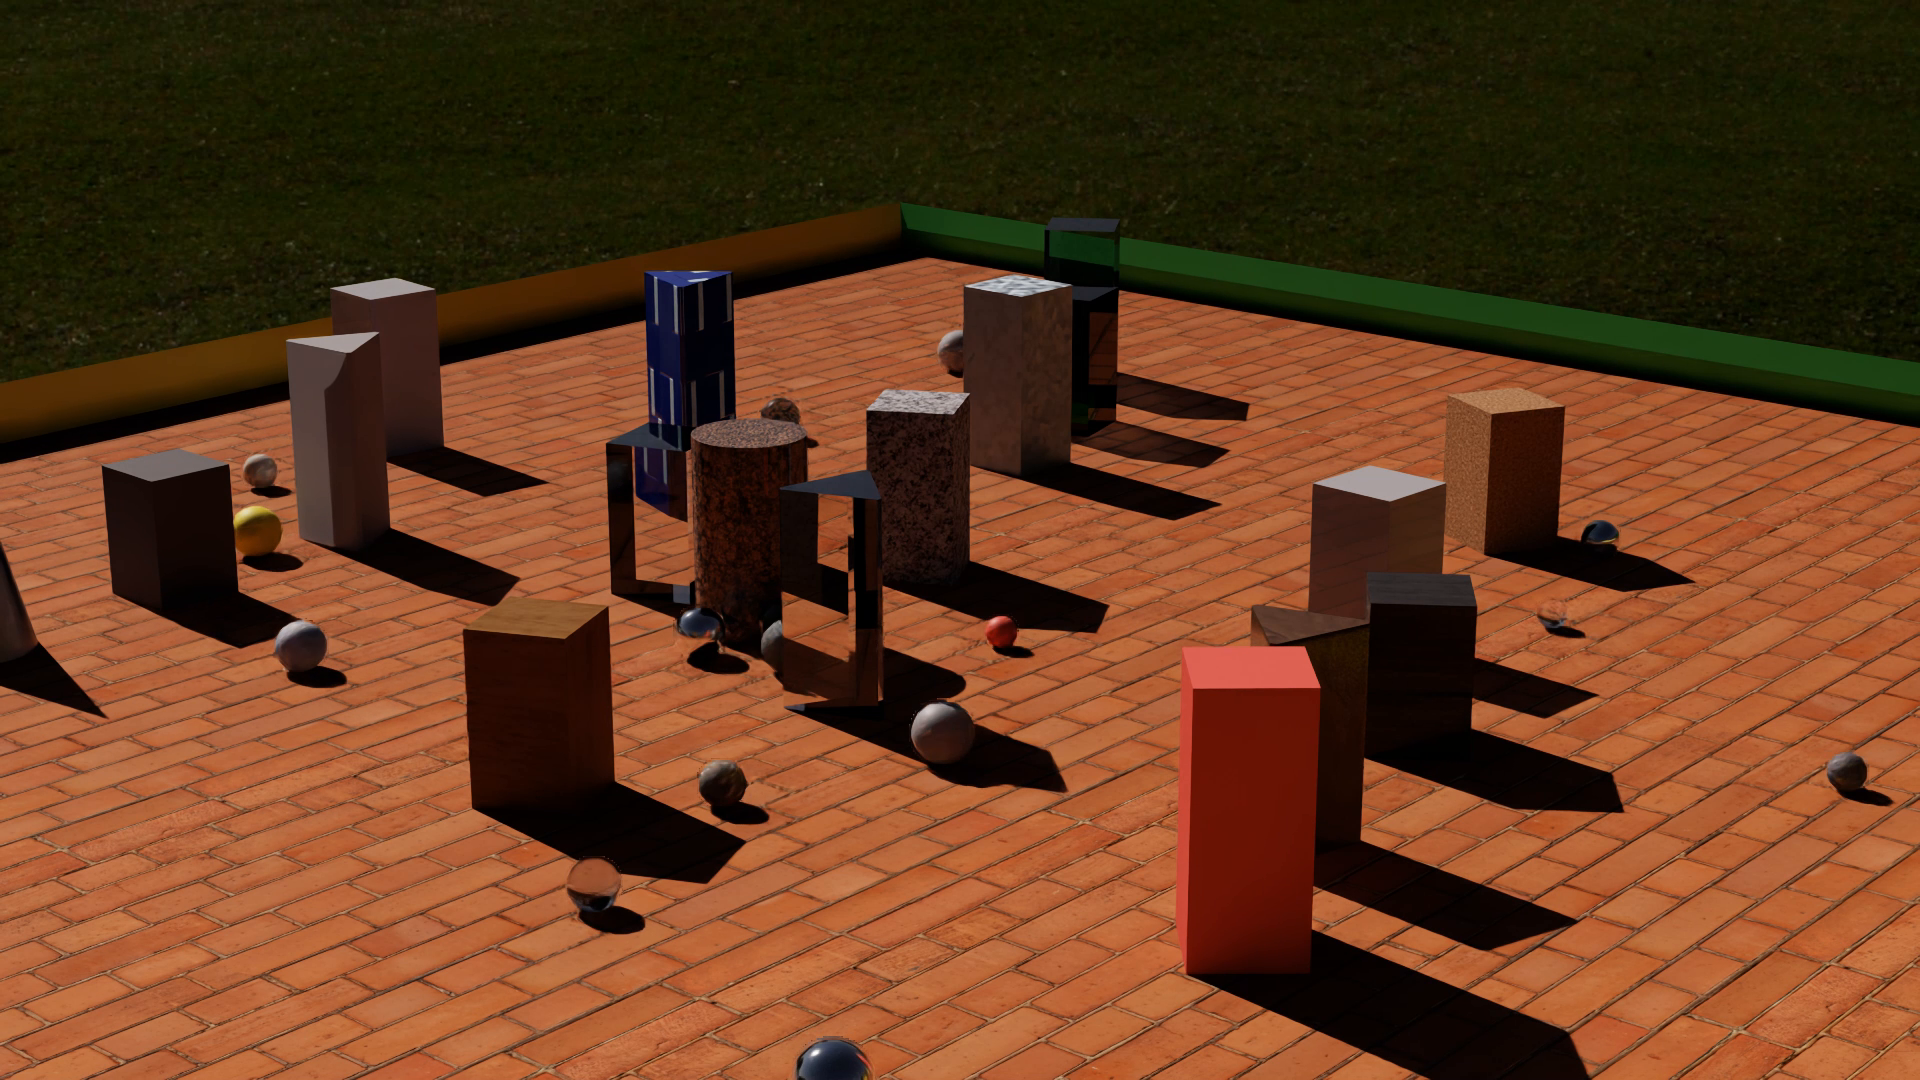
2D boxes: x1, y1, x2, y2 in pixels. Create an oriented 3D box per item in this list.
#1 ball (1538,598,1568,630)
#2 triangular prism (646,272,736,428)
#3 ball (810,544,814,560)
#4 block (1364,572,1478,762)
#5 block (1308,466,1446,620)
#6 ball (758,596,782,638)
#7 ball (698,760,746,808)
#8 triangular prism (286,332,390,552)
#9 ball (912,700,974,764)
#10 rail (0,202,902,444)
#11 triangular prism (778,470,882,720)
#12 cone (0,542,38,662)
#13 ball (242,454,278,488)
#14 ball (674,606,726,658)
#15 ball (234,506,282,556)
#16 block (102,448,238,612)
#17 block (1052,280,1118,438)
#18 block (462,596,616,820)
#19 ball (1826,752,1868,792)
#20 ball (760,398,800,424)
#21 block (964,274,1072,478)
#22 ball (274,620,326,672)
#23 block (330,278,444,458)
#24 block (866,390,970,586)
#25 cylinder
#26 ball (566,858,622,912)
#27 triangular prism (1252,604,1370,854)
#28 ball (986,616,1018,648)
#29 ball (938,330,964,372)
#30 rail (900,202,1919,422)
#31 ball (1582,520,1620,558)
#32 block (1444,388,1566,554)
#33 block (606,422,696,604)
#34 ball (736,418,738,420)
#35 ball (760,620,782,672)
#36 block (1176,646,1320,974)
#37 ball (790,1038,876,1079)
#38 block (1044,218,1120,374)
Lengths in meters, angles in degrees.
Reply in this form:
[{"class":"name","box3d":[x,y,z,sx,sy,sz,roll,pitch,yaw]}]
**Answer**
[{"class":"ball","box3d":[0.999,0.125,4.944,0.051,0.051,0.051,0,17,0]},{"class":"triangular prism","box3d":[-0.545,-0.300,5.690,0.145,0.434,0.167,10,19,29]},{"class":"ball","box3d":[-0.291,0.022,5.282,0.053,0.053,0.053,0,17,0]},{"class":"block","box3d":[0.687,0.189,4.401,0.155,0.243,0.155,2,17,5]},{"class":"block","box3d":[0.684,0.042,4.819,0.155,0.282,0.155,16,23,42]},{"class":"ball","box3d":[-0.283,0.139,4.818,0.096,0.096,0.096,0,17,0]},{"class":"ball","box3d":[-0.338,0.347,4.177,0.068,0.068,0.068,0,17,0]},{"class":"triangular prism","box3d":[-1.119,-0.187,5.416,0.167,0.376,0.145,12,21,35]},{"class":"ball","box3d":[-0.025,0.285,4.337,0.094,0.094,0.094,0,17,0]},{"class":"rail","box3d":[-1.625,-0.376,6.471,0.045,0.126,4.509,14,22,39]},{"class":"triangular prism","box3d":[-0.172,0.080,4.564,0.167,0.355,0.145,6,18,20]},{"class":"cone","box3d":[-1.626,-0.015,4.793,0.193,0.405,0.193,0,17,0]},{"class":"ball","box3d":[-1.379,-0.136,5.778,0.068,0.068,0.068,0,17,0]},{"class":"ball","box3d":[-0.426,0.151,4.799,0.084,0.084,0.084,0,17,0]},{"class":"ball","box3d":[-1.281,-0.016,5.337,0.093,0.093,0.093,0,17,0]},{"class":"block","box3d":[-1.375,-0.019,5.107,0.155,0.232,0.155,15,22,40]},{"class":"block","box3d":[0.232,-0.385,6.218,0.155,0.292,0.155,8,18,24]},{"class":"block","box3d":[-0.599,0.238,4.189,0.155,0.270,0.155,5,17,16]},{"class":"ball","box3d":[1.282,0.335,4.237,0.057,0.057,0.057,0,17,0]},{"class":"ball","box3d":[-0.377,-0.256,6.148,0.085,0.085,0.085,0,17,0]},{"class":"block","box3d":[0.116,-0.333,5.911,0.155,0.368,0.155,15,22,40]},{"class":"ball","box3d":[-1.064,0.171,4.735,0.082,0.082,0.082,0,17,0]},{"class":"block","box3d":[-1.180,-0.355,6.046,0.155,0.333,0.155,-15,22,-40]},{"class":"block","box3d":[-0.073,-0.095,5.218,0.155,0.312,0.155,3,17,11]},{"class":"cylinder","box3d":[-0.349,-0.015,4.906,0.193,0.340,0.193,0,17,0]},{"class":"ball","box3d":[-0.478,0.451,3.830,0.071,0.071,0.071,0,17,0]},{"class":"triangular prism","box3d":[0.445,0.260,4.030,0.167,0.320,0.145,-11,20,-32]},{"class":"ball","box3d":[0.068,0.152,4.850,0.053,0.053,0.053,0,17,0]},{"class":"ball","box3d":[-0.004,-0.433,6.717,0.094,0.094,0.094,0,17,0]},{"class":"rail","box3d":[1.463,-0.455,6.733,4.353,0.126,0.045,14,22,39]},{"class":"ball","box3d":[1.165,-0.002,5.333,0.069,0.069,0.069,0,17,0]},{"class":"block","box3d":[1.001,-0.129,5.412,0.155,0.266,0.155,-6,18,-21]},{"class":"block","box3d":[-0.510,-0.048,5.133,0.155,0.273,0.155,7,18,21]},{"class":"ball","box3d":[-0.463,-0.228,6.106,0.055,0.055,0.055,0,17,0]},{"class":"ball","box3d":[-0.277,0.171,4.727,0.089,0.089,0.089,0,17,0]},{"class":"block","box3d":[0.358,0.338,3.673,0.155,0.378,0.155,0,17,-1]},{"class":"ball","box3d":[-0.142,0.605,3.272,0.097,0.097,0.097,0,17,0]},{"class":"block","box3d":[0.274,-0.536,6.609,0.155,0.354,0.155,2,17,7]}]
